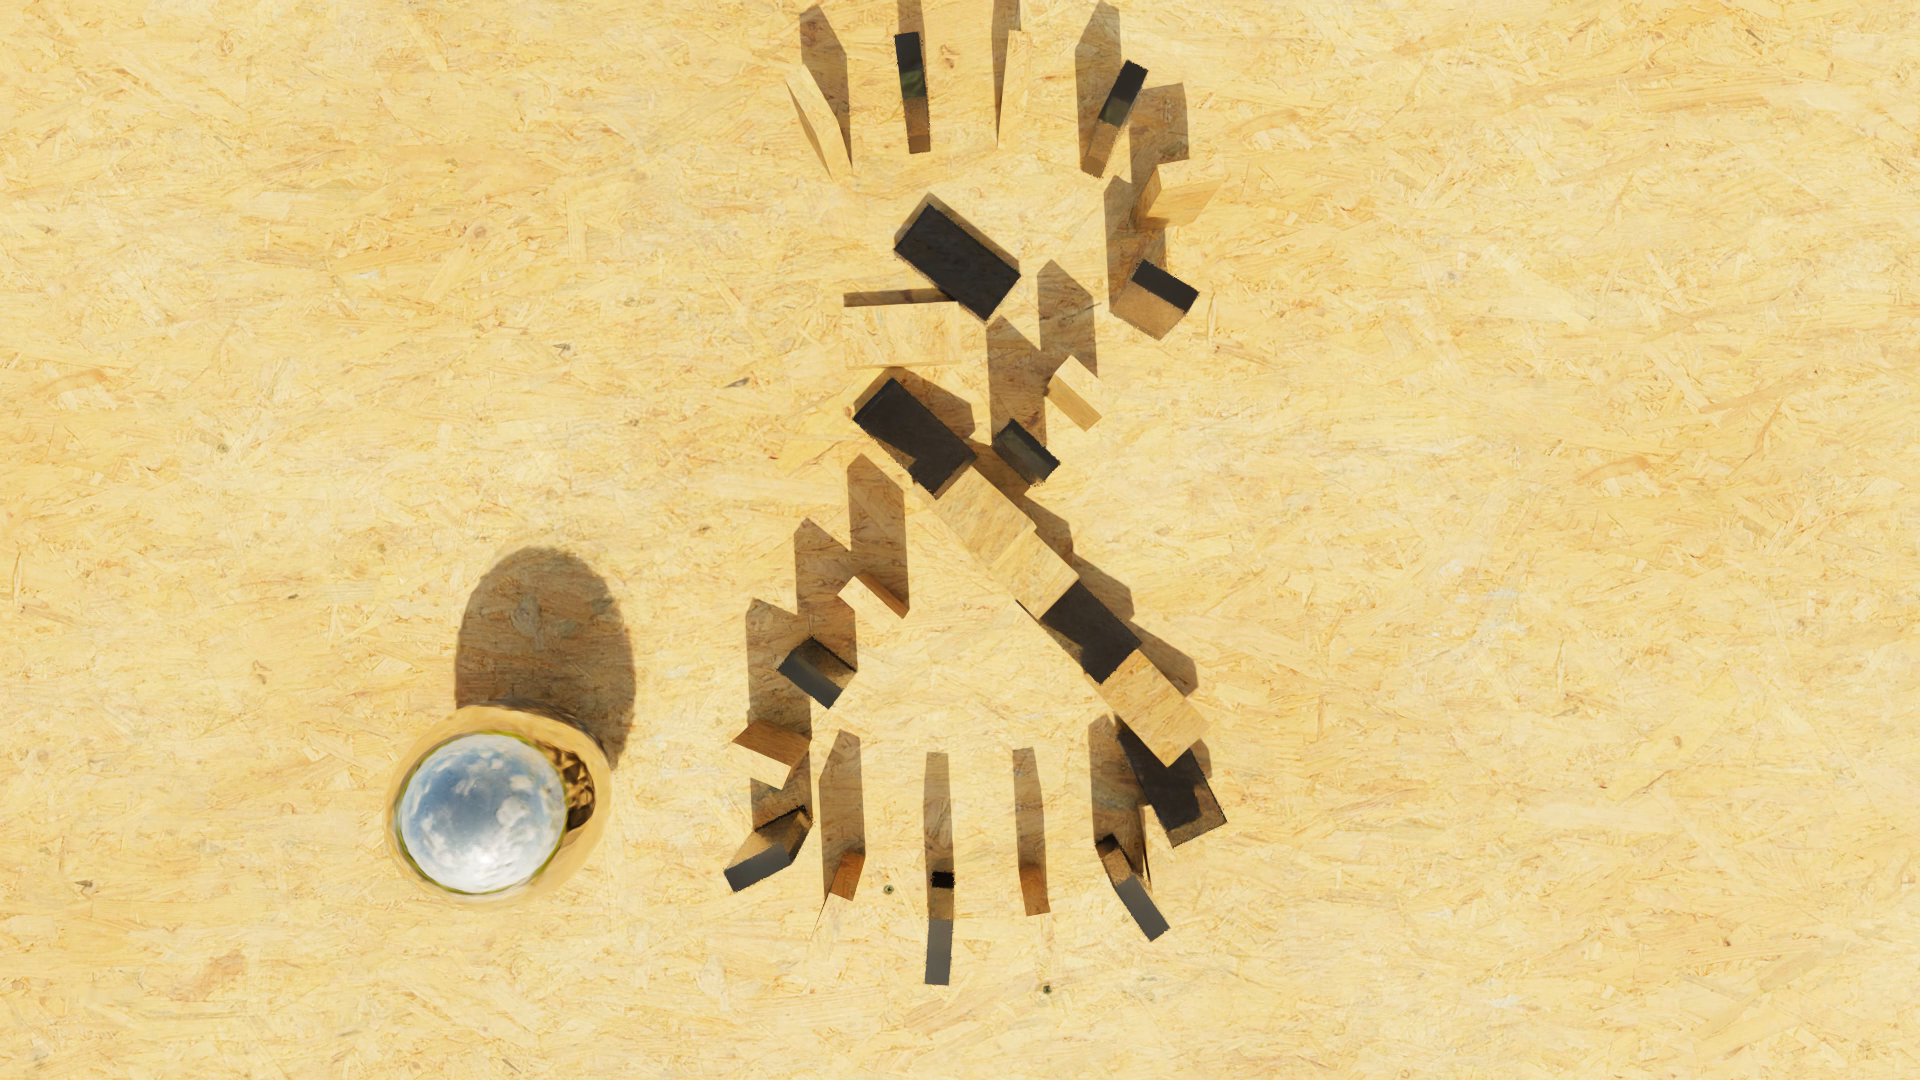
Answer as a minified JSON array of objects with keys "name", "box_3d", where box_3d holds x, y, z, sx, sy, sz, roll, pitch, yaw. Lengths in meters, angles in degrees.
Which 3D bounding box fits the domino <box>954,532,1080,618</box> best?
[{"name":"domino","box_3d":[0.024,0.007,0.389,0.025,0.010,0.050,-45,76,0]}]

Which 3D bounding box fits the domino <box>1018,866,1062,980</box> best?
[{"name":"domino","box_3d":[0.032,0.155,0.375,0.009,0.050,0.025,-10,90,0]}]

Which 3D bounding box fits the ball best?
[{"name":"ball","box_3d":[-0.179,0.103,0.360,0.080,0.080,0.080,0,90,0]}]

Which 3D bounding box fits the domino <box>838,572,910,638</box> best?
[{"name":"domino","box_3d":[-0.034,0.026,0.375,0.025,0.050,0.010,42,90,0]}]

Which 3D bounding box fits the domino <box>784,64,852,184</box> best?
[{"name":"domino","box_3d":[-0.057,-0.169,0.375,0.009,0.050,0.025,-30,90,0]}]

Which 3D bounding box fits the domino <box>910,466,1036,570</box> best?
[{"name":"domino","box_3d":[0.005,-0.013,0.386,0.025,0.009,0.050,-46,69,0]}]

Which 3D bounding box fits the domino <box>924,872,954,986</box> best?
[{"name":"domino","box_3d":[-0.008,0.158,0.375,0.010,0.050,0.025,4,90,0]}]

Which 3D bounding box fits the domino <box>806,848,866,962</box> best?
[{"name":"domino","box_3d":[-0.050,0.148,0.375,0.009,0.050,0.025,22,90,0]}]

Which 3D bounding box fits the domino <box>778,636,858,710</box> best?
[{"name":"domino","box_3d":[-0.057,0.054,0.375,0.025,0.050,0.010,38,90,0]}]

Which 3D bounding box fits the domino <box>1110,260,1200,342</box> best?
[{"name":"domino","box_3d":[0.079,-0.097,0.375,0.025,0.050,0.010,30,90,0]}]

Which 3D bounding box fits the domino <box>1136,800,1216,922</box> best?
[{"name":"domino","box_3d":[0.093,0.137,0.395,0.025,0.010,0.050,-9,90,0]}]

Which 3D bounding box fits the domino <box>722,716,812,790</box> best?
[{"name":"domino","box_3d":[-0.078,0.086,0.375,0.025,0.050,0.010,23,90,0]}]

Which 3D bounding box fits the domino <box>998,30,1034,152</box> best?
[{"name":"domino","box_3d":[0.022,-0.182,0.375,0.010,0.050,0.025,6,90,0]}]

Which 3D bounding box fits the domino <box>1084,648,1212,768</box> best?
[{"name":"domino","box_3d":[0.079,0.068,0.388,0.025,0.010,0.050,-42,73,-1]}]

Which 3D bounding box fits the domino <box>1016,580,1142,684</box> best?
[{"name":"domino","box_3d":[0.050,0.035,0.390,0.025,0.010,0.050,-45,76,0]}]

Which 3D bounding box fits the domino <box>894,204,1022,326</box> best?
[{"name":"domino","box_3d":[-0.001,-0.118,0.395,0.050,0.010,0.025,38,90,0]}]

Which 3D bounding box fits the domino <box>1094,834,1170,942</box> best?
[{"name":"domino","box_3d":[0.070,0.141,0.375,0.009,0.050,0.025,-35,90,0]}]

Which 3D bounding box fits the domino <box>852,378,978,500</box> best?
[{"name":"domino","box_3d":[-0.019,-0.043,0.389,0.050,0.009,0.025,44,90,16]}]

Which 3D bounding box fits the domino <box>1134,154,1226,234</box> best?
[{"name":"domino","box_3d":[0.089,-0.141,0.375,0.025,0.050,0.009,-10,90,0]}]

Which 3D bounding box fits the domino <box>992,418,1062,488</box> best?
[{"name":"domino","box_3d":[0.026,-0.034,0.375,0.025,0.050,0.010,43,90,0]}]

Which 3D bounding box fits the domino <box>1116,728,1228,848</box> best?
[{"name":"domino","box_3d":[0.089,0.101,0.388,0.025,0.009,0.050,-25,73,0]}]

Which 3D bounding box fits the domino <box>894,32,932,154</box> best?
[{"name":"domino","box_3d":[-0.019,-0.181,0.375,0.009,0.050,0.025,-8,90,0]}]

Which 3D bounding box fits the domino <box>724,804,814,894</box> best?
[{"name":"domino","box_3d":[-0.077,0.125,0.375,0.025,0.050,0.009,-27,90,0]}]

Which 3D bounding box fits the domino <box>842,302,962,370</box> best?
[{"name":"domino","box_3d":[-0.025,-0.088,0.395,0.050,0.010,0.025,-3,90,0]}]

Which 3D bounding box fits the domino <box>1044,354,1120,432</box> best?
[{"name":"domino","box_3d":[0.049,-0.059,0.375,0.025,0.050,0.010,42,90,0]}]

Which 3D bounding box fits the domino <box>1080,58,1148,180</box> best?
[{"name":"domino","box_3d":[0.062,-0.171,0.375,0.010,0.050,0.025,26,90,0]}]
